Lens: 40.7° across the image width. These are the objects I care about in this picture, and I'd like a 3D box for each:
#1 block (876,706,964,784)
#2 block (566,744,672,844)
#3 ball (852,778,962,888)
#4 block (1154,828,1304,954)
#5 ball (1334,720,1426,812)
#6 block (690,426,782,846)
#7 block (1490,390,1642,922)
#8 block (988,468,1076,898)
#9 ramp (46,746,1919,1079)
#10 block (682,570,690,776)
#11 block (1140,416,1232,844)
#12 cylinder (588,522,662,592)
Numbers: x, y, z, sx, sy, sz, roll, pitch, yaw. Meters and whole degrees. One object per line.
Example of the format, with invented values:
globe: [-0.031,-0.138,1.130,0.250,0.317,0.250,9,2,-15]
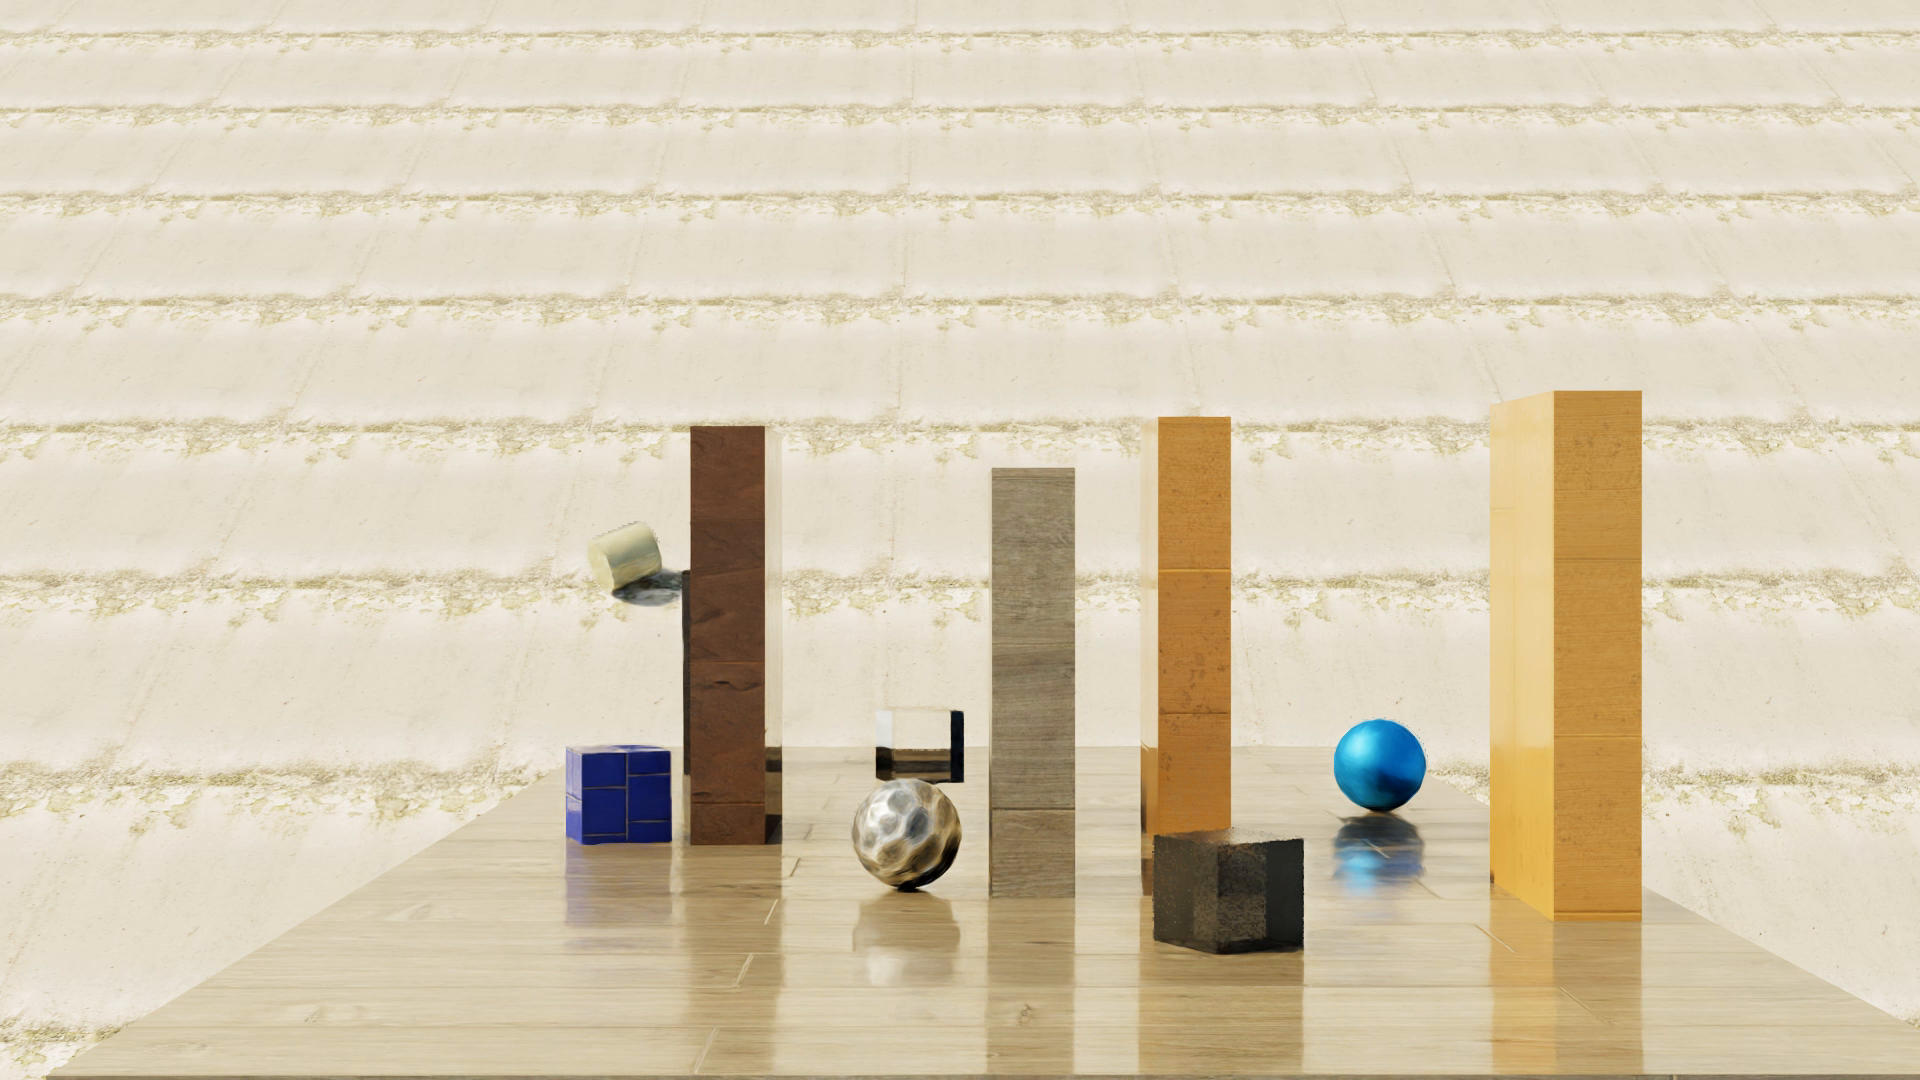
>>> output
block: [-0.090,0.455,5.738,0.158,0.158,0.158,0,0,-17]
block: [-0.619,0.458,4.677,0.161,0.161,0.161,0,0,-19]
ball: [-0.082,0.455,4.015,0.170,0.170,0.170,0,29,0]
block: [0.360,0.471,3.480,0.143,0.143,0.143,0,0,-32]
ball: [0.830,0.445,5.116,0.181,0.181,0.181,0,29,0]
block: [-0.410,0.168,4.788,0.132,0.740,0.449,0,0,0]
block: [0.905,0.164,3.890,0.125,0.754,0.440,0,0,0]
block: [0.111,0.215,4.103,0.126,0.650,0.406,0,0,0]
ramp: [0.066,0.588,4.639,2.000,0.100,4.000,0,0,0]
block: [-0.575,0.300,6.010,0.106,0.465,0.295,0,0,0]
block: [0.405,0.162,4.683,0.126,0.752,0.430,0,0,0]
cylinder: [-0.972,0.049,7.488,0.159,0.159,0.159,-23,36,-26]
